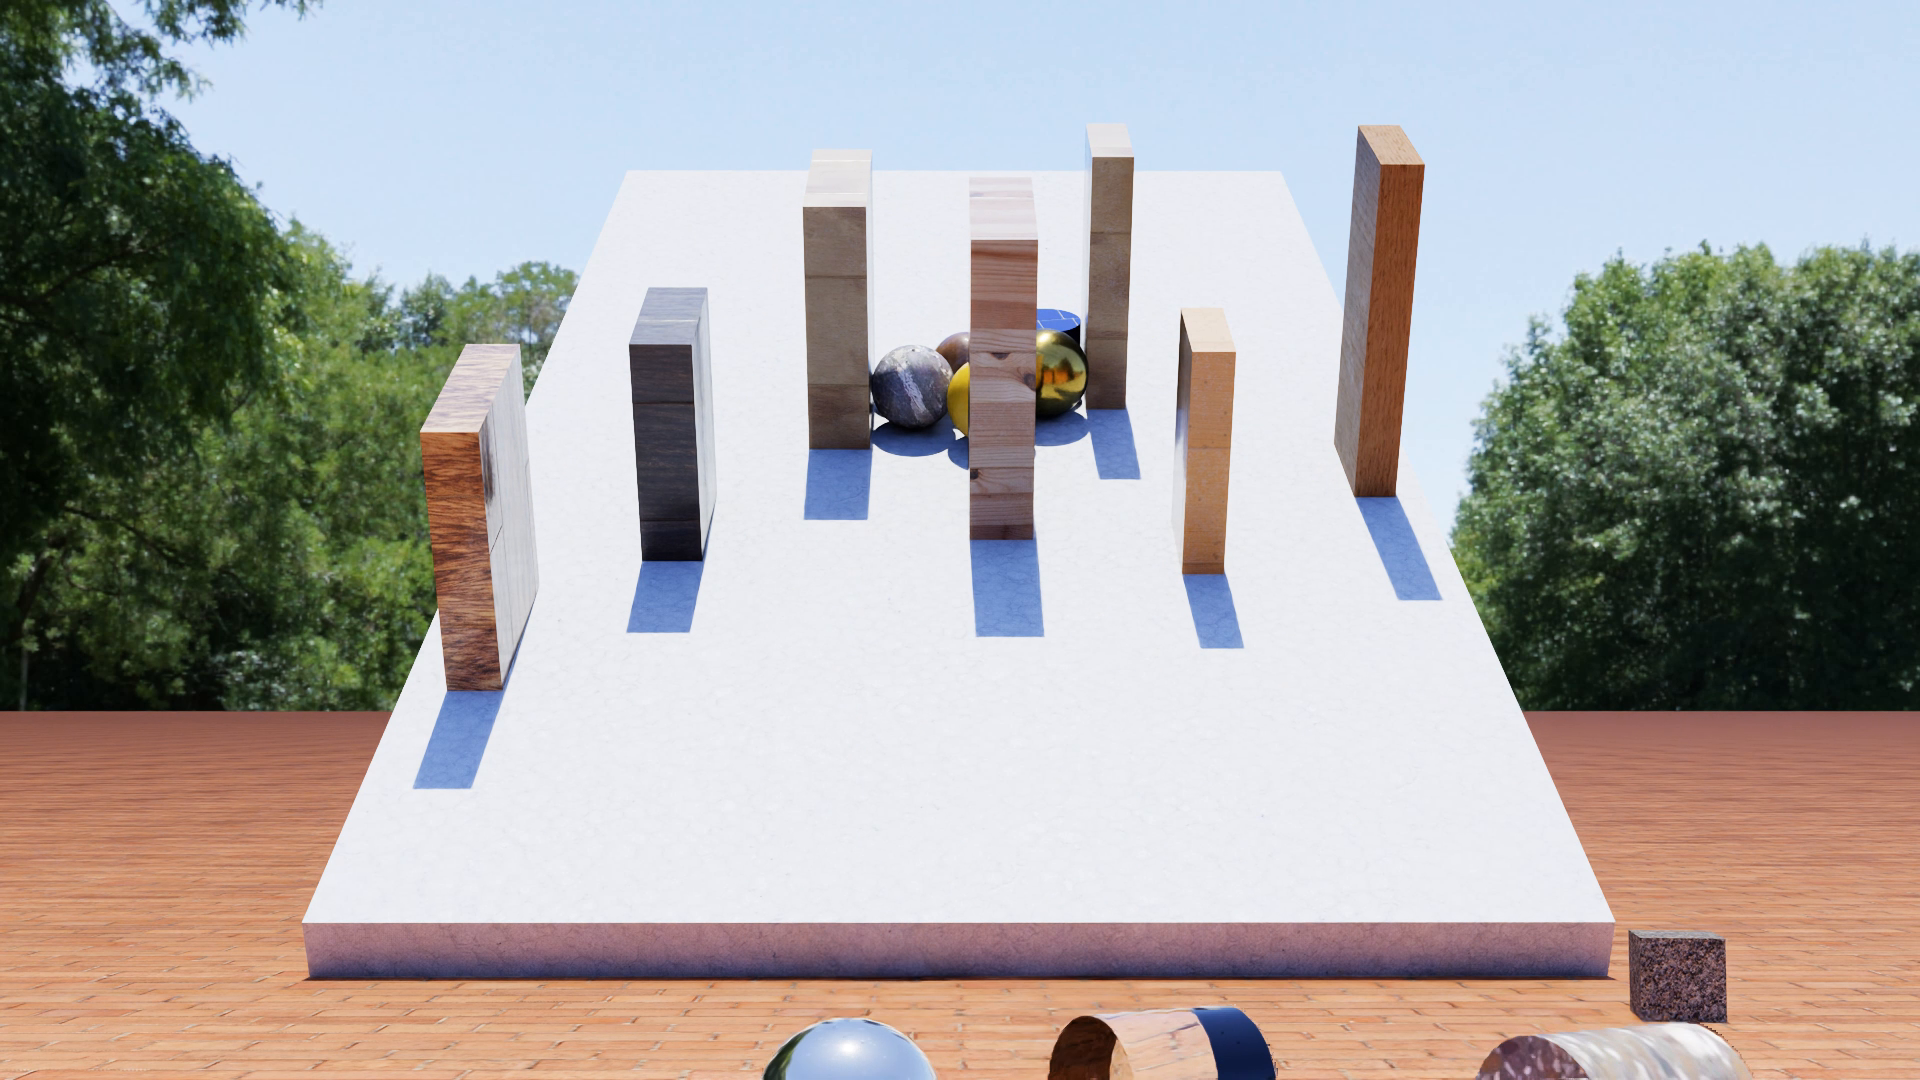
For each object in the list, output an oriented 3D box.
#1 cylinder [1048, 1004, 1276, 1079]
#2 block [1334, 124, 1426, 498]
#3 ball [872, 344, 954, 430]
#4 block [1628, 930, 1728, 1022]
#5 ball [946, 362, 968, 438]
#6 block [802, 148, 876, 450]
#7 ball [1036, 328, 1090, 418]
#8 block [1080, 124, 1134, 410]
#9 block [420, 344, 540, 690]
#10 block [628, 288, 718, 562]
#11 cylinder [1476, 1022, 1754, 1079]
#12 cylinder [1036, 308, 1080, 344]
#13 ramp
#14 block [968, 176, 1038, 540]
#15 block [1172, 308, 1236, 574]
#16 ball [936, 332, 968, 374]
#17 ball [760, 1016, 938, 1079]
[{"bbox_3d":[0.179,0.491,2.081,0.147,0.147,0.147,2,-5,-29],"label":"cylinder"},{"bbox_3d":[0.884,-0.484,4.974,0.088,0.729,0.294,0,25,0],"label":"block"},{"bbox_3d":[-0.105,-0.346,5.307,0.191,0.191,0.191,0,-4,0],"label":"ball"},{"bbox_3d":[0.964,0.585,3.156,0.109,0.109,0.109,-1,-4,8],"label":"block"},{"bbox_3d":[0.069,-0.312,5.227,0.199,0.199,0.199,0,-4,0],"label":"ball"},{"bbox_3d":[-0.269,-0.549,5.304,0.135,0.560,0.441,0,25,0],"label":"block"},{"bbox_3d":[0.193,-0.383,5.370,0.205,0.205,0.205,0,-4,0],"label":"ball"},{"bbox_3d":[0.337,-0.634,5.438,0.093,0.601,0.277,0,25,0],"label":"block"},{"bbox_3d":[-0.874,-0.048,4.308,0.100,0.504,0.427,0,25,0],"label":"block"},{"bbox_3d":[-0.578,-0.238,4.758,0.121,0.464,0.332,0,25,0],"label":"block"},{"bbox_3d":[0.517,0.468,1.852,0.162,0.162,0.162,2,-5,-29],"label":"cylinder"},{"bbox_3d":[0.202,-0.442,5.545,0.163,0.163,0.163,0,25,0],"label":"cylinder"},{"bbox_3d":[-0.009,-0.229,5.401,2.000,0.100,4.000,0,25,0],"label":"ramp"},{"bbox_3d":[0.084,-0.380,4.854,0.131,0.641,0.418,0,25,0],"label":"block"},{"bbox_3d":[0.482,-0.198,4.671,0.084,0.471,0.248,0,25,0],"label":"block"},{"bbox_3d":[0.016,-0.396,5.434,0.173,0.173,0.173,0,-4,0],"label":"ball"},{"bbox_3d":[-0.092,0.475,1.938,0.159,0.159,0.159,0,-4,0],"label":"ball"}]
